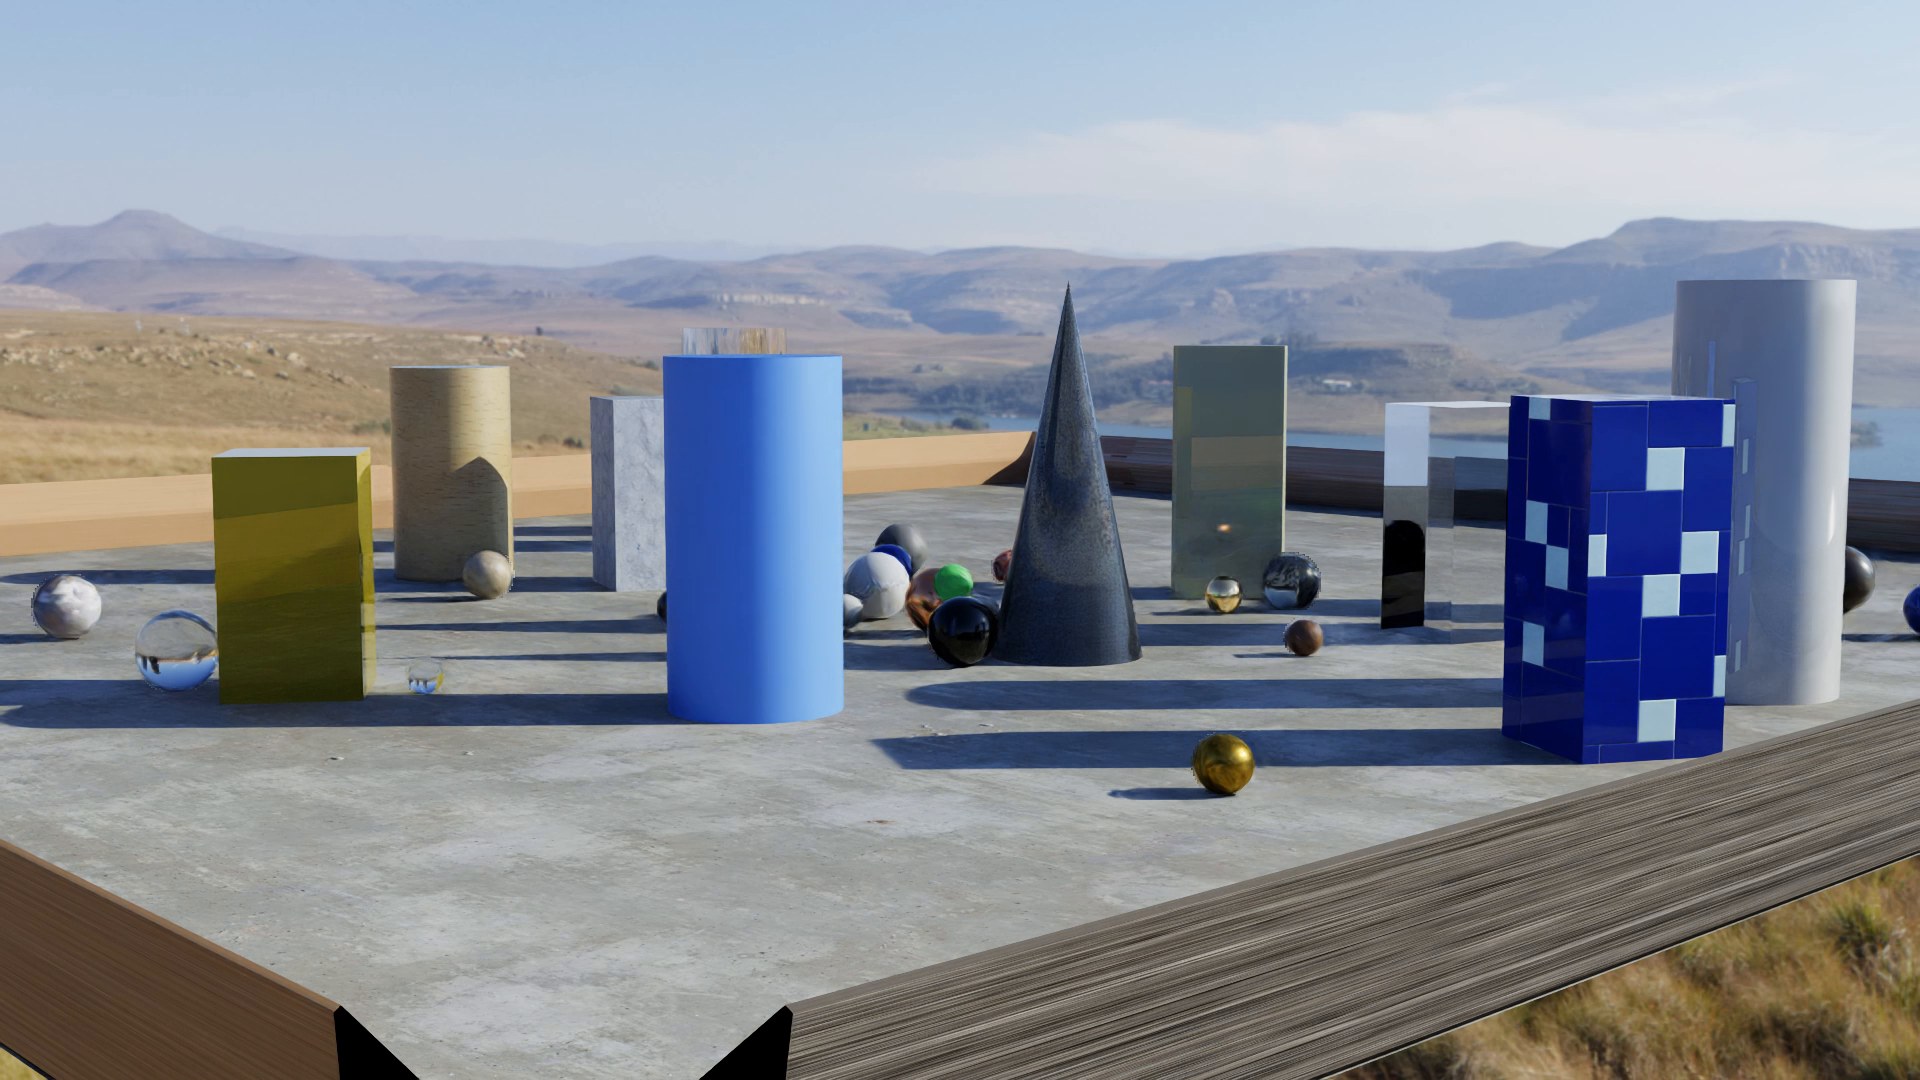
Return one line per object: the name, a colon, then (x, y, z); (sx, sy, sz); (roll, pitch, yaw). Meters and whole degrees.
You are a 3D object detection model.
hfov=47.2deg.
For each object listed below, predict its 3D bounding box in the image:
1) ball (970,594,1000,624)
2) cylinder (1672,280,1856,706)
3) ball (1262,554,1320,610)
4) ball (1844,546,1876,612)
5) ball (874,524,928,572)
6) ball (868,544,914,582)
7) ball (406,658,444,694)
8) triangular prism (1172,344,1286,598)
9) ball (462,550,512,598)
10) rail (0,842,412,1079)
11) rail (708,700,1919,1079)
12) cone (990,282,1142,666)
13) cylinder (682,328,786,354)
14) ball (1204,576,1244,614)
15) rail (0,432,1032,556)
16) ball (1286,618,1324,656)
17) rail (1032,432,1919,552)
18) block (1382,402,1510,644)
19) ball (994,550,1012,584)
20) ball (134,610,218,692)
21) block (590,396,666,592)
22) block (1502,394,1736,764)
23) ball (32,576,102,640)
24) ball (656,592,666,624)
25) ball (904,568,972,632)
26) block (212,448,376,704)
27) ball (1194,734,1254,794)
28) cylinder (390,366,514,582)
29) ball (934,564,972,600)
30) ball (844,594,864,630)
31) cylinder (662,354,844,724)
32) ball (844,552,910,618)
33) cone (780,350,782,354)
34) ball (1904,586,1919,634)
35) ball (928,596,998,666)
ball: (0.023, 0.108, 2.910); (0.070, 0.070, 0.070); (0, 6, 0)
cylinder: (0.927, -0.061, 2.559); (0.197, 0.478, 0.197); (0, 6, 0)
ball: (0.491, 0.063, 3.267); (0.084, 0.084, 0.084); (0, 6, 0)
ball: (1.302, 0.057, 3.253); (0.099, 0.099, 0.099); (0, 6, 0)
ball: (-0.098, 0.017, 3.687); (0.089, 0.089, 0.089); (0, 6, 0)
ball: (-0.113, 0.047, 3.441); (0.081, 0.081, 0.081); (0, 6, 0)
ball: (-0.622, 0.159, 2.557); (0.042, 0.042, 0.042); (0, 6, 0)
triangular prism: (0.416, -0.111, 3.460); (0.171, 0.391, 0.148); (0, 6, 1)
ball: (-0.731, 0.054, 3.402); (0.075, 0.075, 0.075); (0, 6, 0)
rail: (-1.302, 0.158, 2.137); (0.045, 0.128, 3.334); (-5, 8, -42)
rail: (1.114, 0.159, 2.131); (3.590, 0.128, 0.045); (-5, 8, -42)
cone: (0.138, -0.091, 2.829); (0.197, 0.483, 0.197); (0, 6, 0)
cylinder: (-0.425, -0.194, 4.157); (0.197, 0.411, 0.197); (0, 6, 0)
ball: (0.389, 0.081, 3.237); (0.056, 0.056, 0.056); (0, 6, 0)
rail: (-1.114, -0.092, 4.533); (3.590, 0.128, 0.045); (-5, 8, -42)
ball: (0.445, 0.126, 2.841); (0.048, 0.048, 0.048); (0, 6, 0)
rail: (1.302, -0.091, 4.527); (0.045, 0.128, 3.334); (-5, 8, -42)
block: (0.695, -0.028, 3.027); (0.158, 0.317, 0.158); (-3, 7, -24)
ball: (0.082, 0.045, 3.573); (0.057, 0.057, 0.057); (0, 6, 0)
ball: (-0.917, 0.130, 2.577); (0.095, 0.095, 0.095); (0, 6, 0)
block: (-0.503, -0.080, 3.578); (0.158, 0.304, 0.158); (-2, 6, -22)
block: (0.667, 0.033, 2.240); (0.158, 0.357, 0.158); (-2, 6, -15)
ball: (-1.212, 0.091, 2.987); (0.087, 0.087, 0.087); (0, 6, 0)
ball: (-0.402, 0.095, 3.108); (0.054, 0.054, 0.054); (0, 6, 0)
ball: (-0.029, 0.084, 3.026); (0.093, 0.093, 0.093); (0, 6, 0)
block: (-0.774, 0.037, 2.568); (0.158, 0.281, 0.158); (-1, 6, -9)
ball: (0.244, 0.207, 2.030); (0.056, 0.056, 0.056); (0, 6, 0)
cylinder: (-0.851, -0.115, 3.689); (0.197, 0.351, 0.197); (0, 6, 0)
ball: (-0.009, 0.058, 2.925); (0.052, 0.052, 0.052); (0, 6, 0)
ball: (-0.158, 0.100, 3.047); (0.049, 0.049, 0.049); (0, 6, 0)
cylinder: (-0.229, -0.007, 2.451); (0.197, 0.394, 0.197); (0, 6, 0)
ball: (-0.120, 0.066, 3.182); (0.097, 0.097, 0.097); (0, 6, 0)
cone: (-0.251, -0.073, 3.099); (0.197, 0.390, 0.197); (0, 6, 0)
ball: (1.327, 0.095, 2.997); (0.077, 0.077, 0.077); (0, 6, 0)
ball: (0.003, 0.114, 2.763); (0.087, 0.087, 0.087); (0, 6, 0)
